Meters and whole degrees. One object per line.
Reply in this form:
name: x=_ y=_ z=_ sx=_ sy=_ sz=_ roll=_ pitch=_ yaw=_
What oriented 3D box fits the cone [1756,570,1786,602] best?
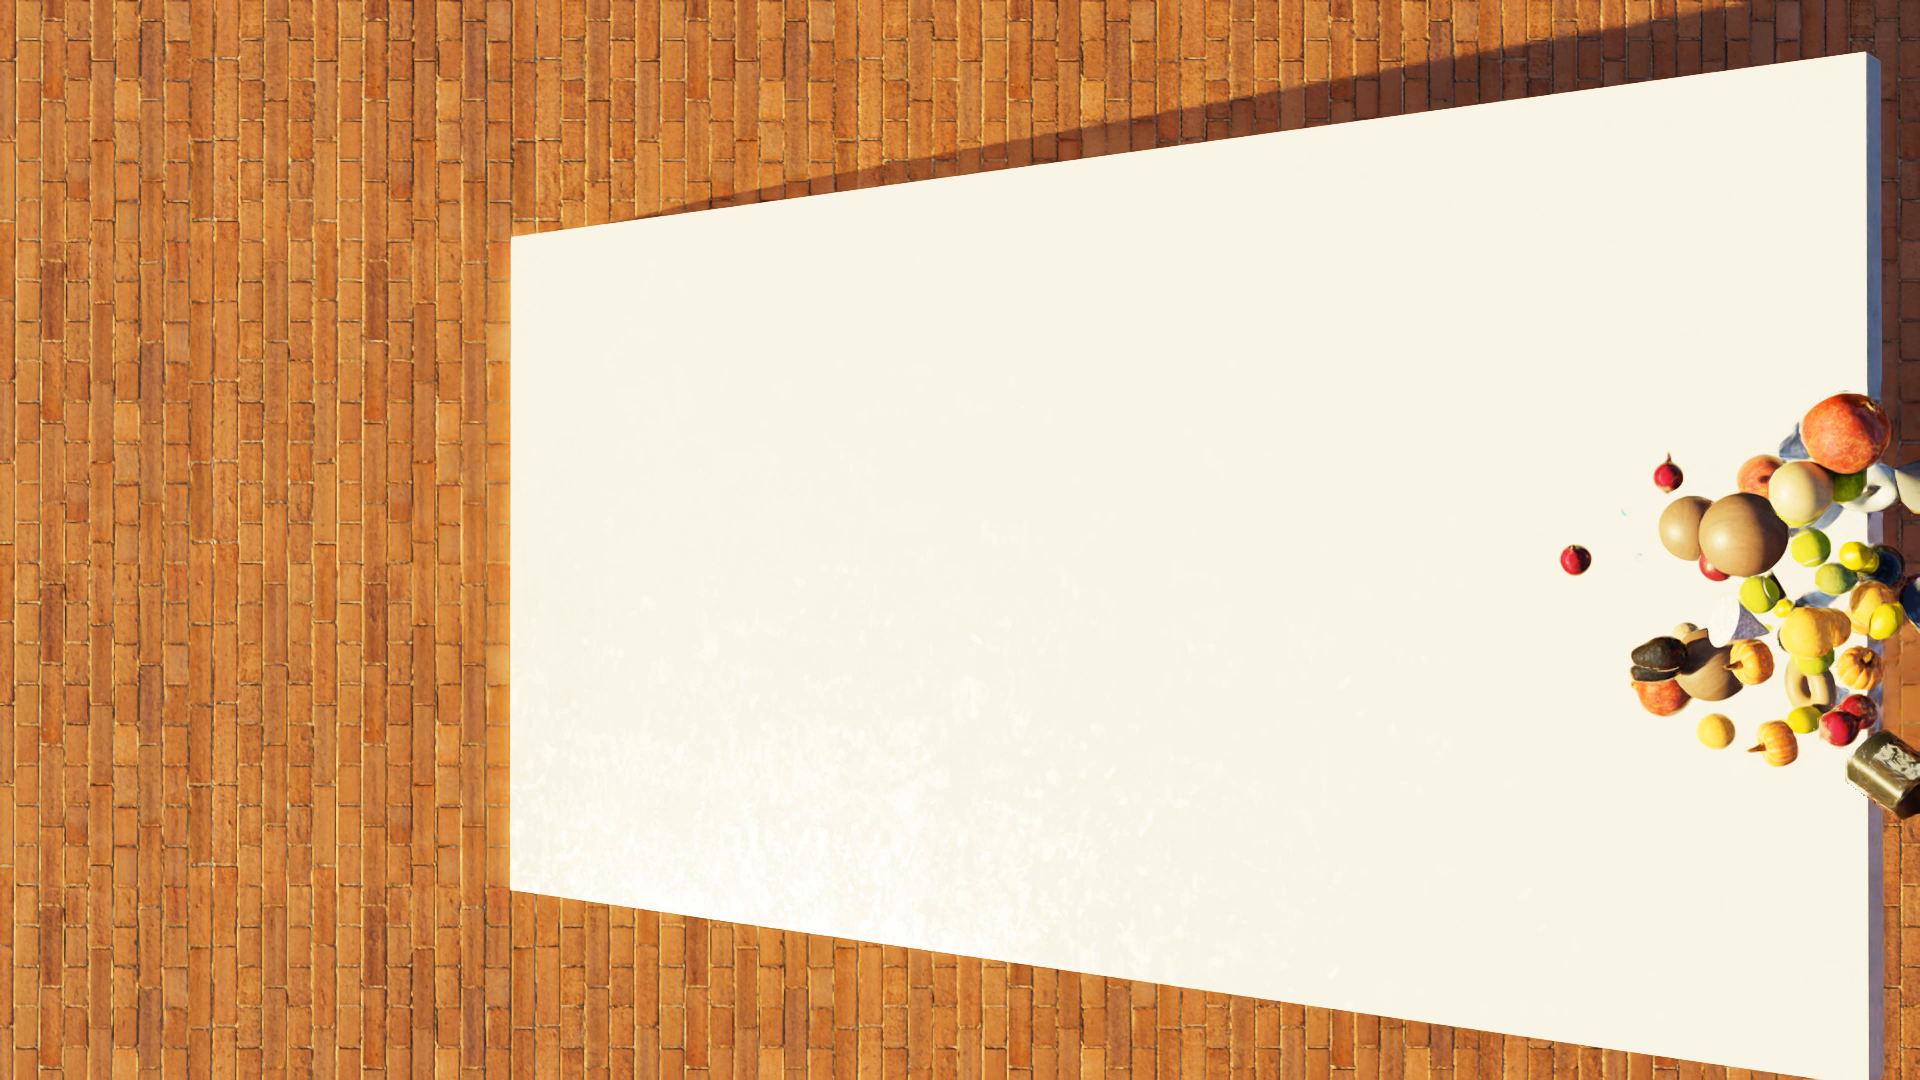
cone: x=1.488 y=0.077 z=4.034 sx=0.054 sy=0.054 sz=0.054 roll=-10 pitch=115 yaw=0

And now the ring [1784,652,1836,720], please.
ring: x=1.556 y=0.268 z=4.026 sx=0.042 sy=0.127 sz=0.127 roll=-10 pitch=90 yaw=-12

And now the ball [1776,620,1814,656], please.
ball: x=1.576 y=0.184 z=4.152 sx=0.066 sy=0.066 sz=0.066 roll=0 pitch=90 yaw=0

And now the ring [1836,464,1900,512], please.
ring: x=1.644 y=-0.094 z=3.974 sx=0.116 sy=0.116 sz=0.039 roll=7 pitch=51 yaw=0

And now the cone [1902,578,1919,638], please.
cone: x=1.241 y=0.108 z=2.809 sx=0.094 sy=0.094 sz=0.094 roll=-3 pitch=56 yaw=5

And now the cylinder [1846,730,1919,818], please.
cylinder: x=1.382 y=0.347 z=3.251 sx=0.094 sy=0.094 sz=0.094 roll=-43 pitch=45 yaw=0

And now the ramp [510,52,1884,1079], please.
ramp: x=0.220 y=0.063 z=5.536 sx=4.000 sy=0.100 sz=2.000 roll=0 pitch=90 yaw=38

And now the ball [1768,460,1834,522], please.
ball: x=1.146 y=-0.067 z=2.997 sx=0.084 sy=0.084 sz=0.084 roll=0 pitch=90 yaw=0

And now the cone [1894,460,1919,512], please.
cone: x=1.217 y=-0.081 z=2.818 sx=0.074 sy=0.074 sz=0.074 roll=18 pitch=90 yaw=-34

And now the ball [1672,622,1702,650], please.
ball: x=1.290 y=0.171 z=3.901 sx=0.050 sy=0.050 sz=0.050 roll=0 pitch=90 yaw=0

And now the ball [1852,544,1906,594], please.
ball: x=1.660 y=0.052 z=3.973 sx=0.091 sy=0.091 sz=0.091 roll=0 pitch=90 yaw=0
